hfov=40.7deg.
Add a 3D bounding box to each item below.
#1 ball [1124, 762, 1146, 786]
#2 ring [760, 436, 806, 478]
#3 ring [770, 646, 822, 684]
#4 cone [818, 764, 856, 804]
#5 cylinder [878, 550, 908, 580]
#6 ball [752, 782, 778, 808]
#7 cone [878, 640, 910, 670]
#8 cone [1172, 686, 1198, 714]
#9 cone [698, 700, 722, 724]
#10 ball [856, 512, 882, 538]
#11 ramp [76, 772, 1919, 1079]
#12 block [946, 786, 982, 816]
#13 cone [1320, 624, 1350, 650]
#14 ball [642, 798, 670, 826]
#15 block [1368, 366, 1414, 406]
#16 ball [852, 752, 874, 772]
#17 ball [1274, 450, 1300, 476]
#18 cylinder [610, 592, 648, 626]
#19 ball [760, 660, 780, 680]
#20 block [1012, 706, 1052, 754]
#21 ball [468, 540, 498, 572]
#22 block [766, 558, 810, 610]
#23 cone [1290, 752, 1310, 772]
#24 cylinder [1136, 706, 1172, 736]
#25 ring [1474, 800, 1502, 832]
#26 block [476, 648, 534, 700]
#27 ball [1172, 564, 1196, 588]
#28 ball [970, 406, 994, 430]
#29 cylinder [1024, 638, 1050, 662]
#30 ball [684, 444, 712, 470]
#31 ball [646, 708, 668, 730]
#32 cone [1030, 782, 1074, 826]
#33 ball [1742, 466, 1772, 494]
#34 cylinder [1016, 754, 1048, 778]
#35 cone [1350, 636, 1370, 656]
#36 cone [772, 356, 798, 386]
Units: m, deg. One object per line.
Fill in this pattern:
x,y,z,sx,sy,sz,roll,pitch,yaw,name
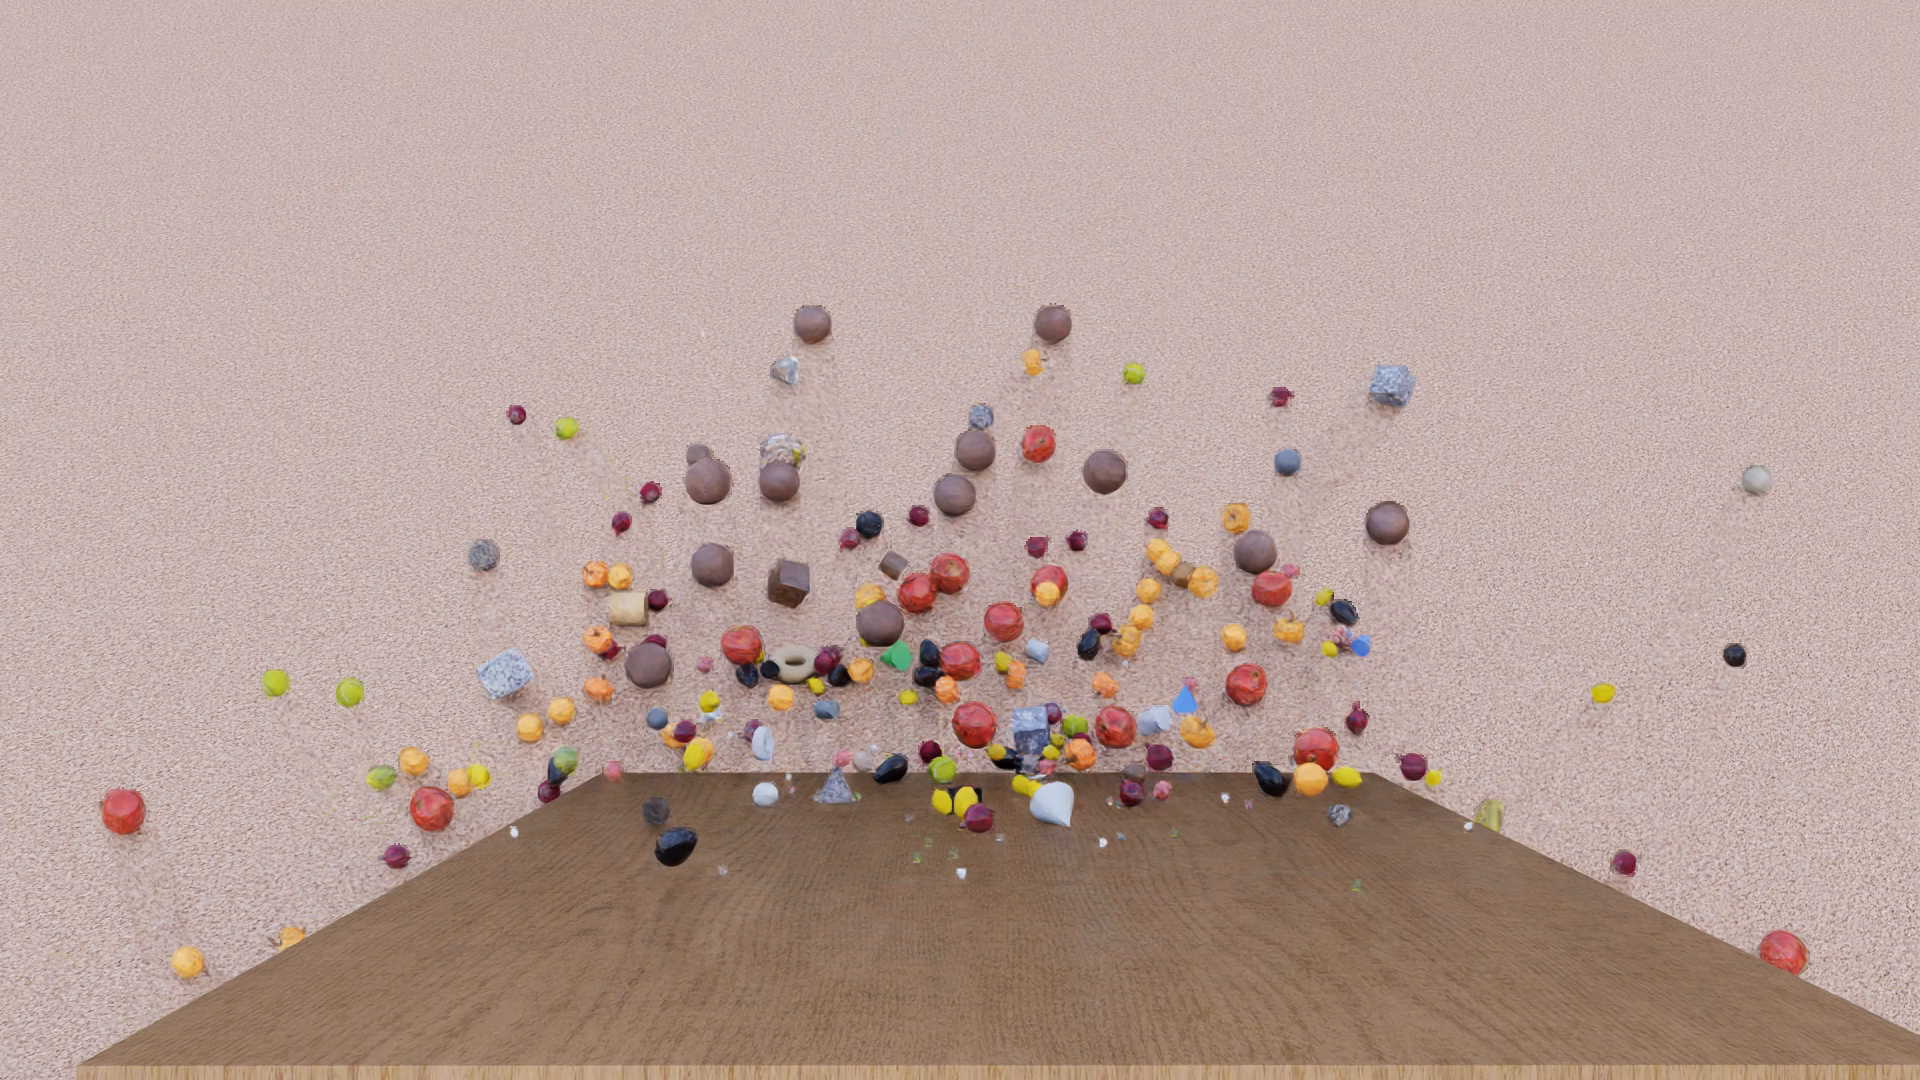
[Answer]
0.428,0.571,6.321,0.055,0.055,0.055,0,32,0,ball
-0.556,-0.263,8.121,0.144,0.144,0.048,5,27,7,ring
-0.461,0.348,7.242,0.148,0.049,0.148,0,33,0,ring
-0.279,0.548,5.865,0.088,0.088,0.088,0,-1,0,cone
-0.193,0.072,7.430,0.067,0.067,0.067,34,37,-1,cylinder
-0.430,0.563,5.722,0.056,0.056,0.056,0,32,0,ball
-0.197,0.330,7.281,0.085,0.085,0.085,-11,21,38,cone
0.616,0.425,7.098,0.071,0.071,0.071,0,32,0,cone
-0.691,0.481,7.031,0.063,0.063,0.063,37,26,-21,cone
-0.276,-0.047,7.840,0.082,0.082,0.082,0,32,0,ball
0.071,0.628,4.721,2.000,0.100,4.000,0,-1,0,ramp
0.010,0.561,5.568,0.055,0.055,0.055,0,-1,32,block
1.054,0.282,7.324,0.076,0.076,0.076,-13,34,-10,cone
-0.623,0.558,5.313,0.055,0.055,0.055,0,32,0,ball
1.416,-0.505,8.505,0.096,0.096,0.096,7,69,37,block
-0.250,0.575,6.713,0.056,0.056,0.056,0,32,0,ball
1.031,-0.245,8.157,0.082,0.082,0.082,0,32,0,ball
-0.948,0.197,7.434,0.098,0.098,0.098,0,32,1,cylinder
-0.527,0.359,7.180,0.052,0.052,0.052,0,32,0,ball
0.190,0.508,6.882,0.089,0.089,0.089,-7,37,6,block
-1.413,0.047,7.683,0.091,0.091,0.091,0,32,0,ball
-0.495,0.126,7.476,0.091,0.091,0.091,18,47,-23,block
0.865,0.584,6.663,0.056,0.056,0.056,16,25,24,cone
0.522,0.487,6.973,0.066,0.066,0.066,-23,13,41,cylinder
1.331,0.725,6.556,0.047,0.140,0.140,16,33,-1,ring
-1.249,0.368,7.124,0.093,0.093,0.093,-22,11,33,block
0.656,0.105,7.608,0.071,0.071,0.071,0,32,0,ball
0.070,-0.397,8.402,0.079,0.079,0.079,0,32,0,ball
0.219,0.311,7.288,0.053,0.053,0.053,22,38,26,cylinder
-0.826,-0.263,8.182,0.085,0.085,0.085,0,32,0,ball
-0.814,0.481,6.967,0.058,0.058,0.058,0,32,0,ball
0.207,0.564,5.330,0.097,0.097,0.097,-10,29,-15,cone
2.478,-0.185,8.057,0.086,0.086,0.086,0,32,0,ball
0.179,0.568,6.509,0.060,0.060,0.060,2,29,29,cylinder
1.135,0.286,7.288,0.057,0.057,0.057,16,37,24,cone
-0.561,-0.542,8.632,0.099,0.099,0.099,-17,51,-26,cone
